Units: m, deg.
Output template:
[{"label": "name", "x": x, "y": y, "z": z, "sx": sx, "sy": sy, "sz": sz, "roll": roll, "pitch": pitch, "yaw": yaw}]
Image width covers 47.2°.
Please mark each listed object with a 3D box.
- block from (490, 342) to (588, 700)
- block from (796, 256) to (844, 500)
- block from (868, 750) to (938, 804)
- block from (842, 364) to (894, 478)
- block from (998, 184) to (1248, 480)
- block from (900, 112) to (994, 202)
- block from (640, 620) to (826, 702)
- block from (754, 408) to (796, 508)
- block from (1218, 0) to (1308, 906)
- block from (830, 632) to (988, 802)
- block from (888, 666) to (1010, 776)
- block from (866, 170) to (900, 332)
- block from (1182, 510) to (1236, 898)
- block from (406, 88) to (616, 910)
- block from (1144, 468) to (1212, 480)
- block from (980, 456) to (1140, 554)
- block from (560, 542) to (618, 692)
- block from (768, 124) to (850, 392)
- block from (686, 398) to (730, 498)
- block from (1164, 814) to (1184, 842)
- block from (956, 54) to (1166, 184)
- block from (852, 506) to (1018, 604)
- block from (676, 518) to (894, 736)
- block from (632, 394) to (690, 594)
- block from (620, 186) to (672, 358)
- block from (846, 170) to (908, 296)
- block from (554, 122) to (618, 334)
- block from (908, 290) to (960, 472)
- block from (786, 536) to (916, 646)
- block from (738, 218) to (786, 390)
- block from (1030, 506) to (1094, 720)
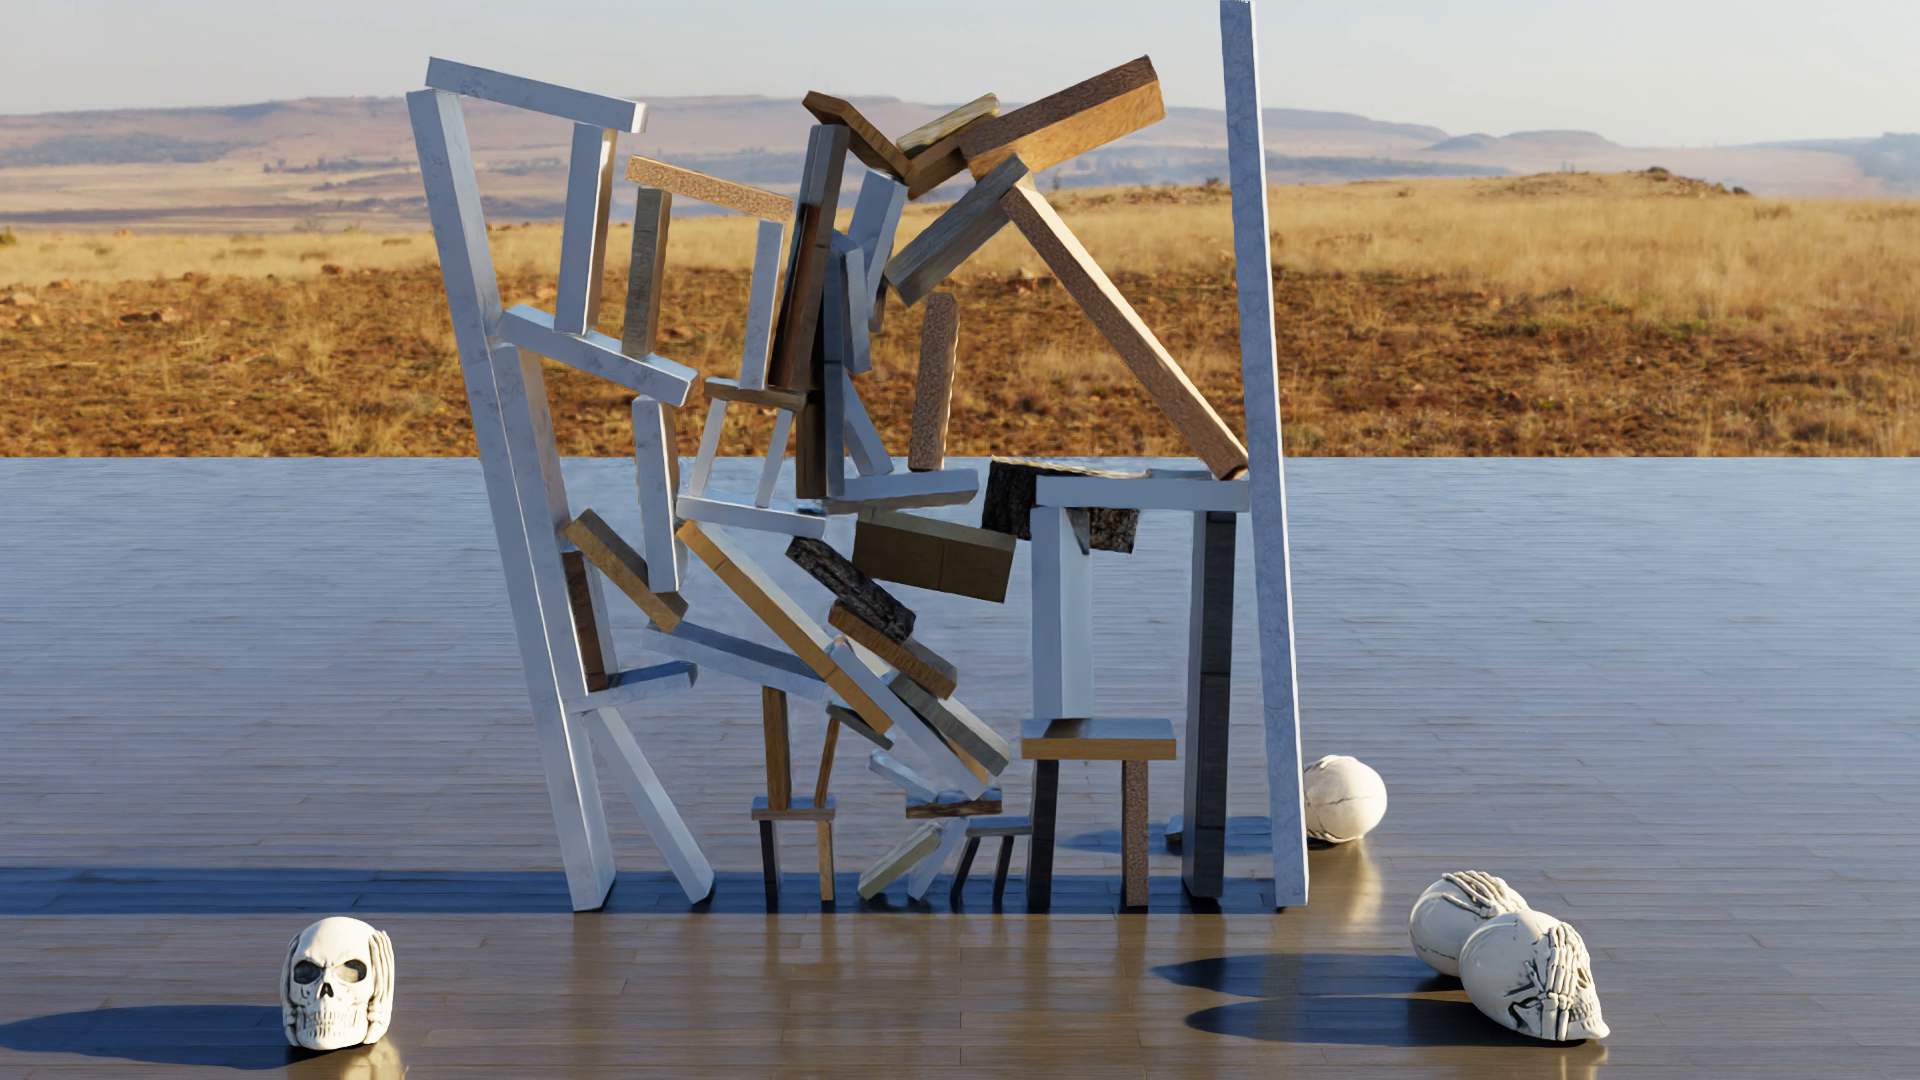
[{"label": "block", "x": -0.666, "y": -0.037, "z": 3.551, "sx": 0.043, "sy": 0.571, "sz": 0.153, "roll": -9, "pitch": 10, "yaw": 2}, {"label": "block", "x": -0.229, "y": -0.261, "z": 3.559, "sx": 0.032, "sy": 0.385, "sz": 0.113, "roll": -1, "pitch": -1, "yaw": -29}, {"label": "block", "x": -0.093, "y": 0.390, "z": 3.631, "sx": 0.122, "sy": 0.017, "sz": 0.061, "roll": 30, "pitch": 9, "yaw": -5}, {"label": "block", "x": -0.183, "y": -0.203, "z": 3.699, "sx": 0.032, "sy": 0.225, "sz": 0.113, "roll": -26, "pitch": -4, "yaw": -14}, {"label": "block", "x": 0.280, "y": -0.346, "z": 3.681, "sx": 0.042, "sy": 0.598, "sz": 0.148, "roll": -40, "pitch": -10, "yaw": 16}, {"label": "block", "x": -0.017, "y": -0.655, "z": 3.758, "sx": 0.188, "sy": 0.027, "sz": 0.094, "roll": -32, "pitch": -14, "yaw": -3}, {"label": "block", "x": -0.365, "y": 0.190, "z": 3.591, "sx": 0.302, "sy": 0.033, "sz": 0.116, "roll": 17, "pitch": 10, "yaw": -3}, {"label": "block", "x": -0.296, "y": -0.136, "z": 3.533, "sx": 0.023, "sy": 0.161, "sz": 0.081, "roll": 15, "pitch": 10, "yaw": -3}, {"label": "block", "x": 0.489, "y": -0.238, "z": 3.565, "sx": 0.049, "sy": 1.662, "sz": 0.172, "roll": -3, "pitch": 7, "yaw": 10}, {"label": "block", "x": -0.082, "y": 0.285, "z": 3.608, "sx": 0.033, "sy": 0.335, "sz": 0.116, "roll": -43, "pitch": 8, "yaw": 7}, {"label": "block", "x": -0.018, "y": 0.288, "z": 3.610, "sx": 0.231, "sy": 0.033, "sz": 0.116, "roll": 40, "pitch": 8, "yaw": -6}, {"label": "block", "x": -0.135, "y": -0.495, "z": 3.722, "sx": 0.027, "sy": 0.270, "sz": 0.094, "roll": 7, "pitch": -8, "yaw": 8}, {"label": "block", "x": 0.412, "y": 0.263, "z": 3.653, "sx": 0.049, "sy": 0.629, "sz": 0.172, "roll": 2, "pitch": 3, "yaw": 0}, {"label": "block", "x": -0.715, "y": -0.056, "z": 3.545, "sx": 0.045, "sy": 1.325, "sz": 0.160, "roll": -9, "pitch": 10, "yaw": 2}, {"label": "block", "x": 0.361, "y": -0.108, "z": 3.637, "sx": 0.102, "sy": 0.014, "sz": 0.051, "roll": 2, "pitch": 2, "yaw": -8}, {"label": "block", "x": 0.177, "y": -0.061, "z": 3.799, "sx": 0.264, "sy": 0.132, "sz": 0.037, "roll": 7, "pitch": 17, "yaw": -5}, {"label": "block", "x": -0.602, "y": 0.121, "z": 3.579, "sx": 0.033, "sy": 0.231, "sz": 0.116, "roll": -9, "pitch": 10, "yaw": 1}, {"label": "block", "x": -0.243, "y": -0.452, "z": 3.517, "sx": 0.027, "sy": 0.422, "sz": 0.095, "roll": 8, "pitch": 5, "yaw": -28}, {"label": "block", "x": -0.403, "y": -0.153, "z": 3.529, "sx": 0.023, "sy": 0.161, "sz": 0.081, "roll": 16, "pitch": 10, "yaw": -4}, {"label": "block", "x": 0.402, "y": 0.518, "z": 3.974, "sx": 0.051, "sy": 0.014, "sz": 0.102, "roll": -15, "pitch": 8, "yaw": 14}, {"label": "block", "x": 0.174, "y": -0.700, "z": 3.722, "sx": 0.344, "sy": 0.049, "sz": 0.172, "roll": -22, "pitch": -13, "yaw": 5}, {"label": "block", "x": -0.045, "y": 0.025, "z": 3.678, "sx": 0.264, "sy": 0.132, "sz": 0.037, "roll": 11, "pitch": 47, "yaw": 1}, {"label": "block", "x": -0.279, "y": 0.132, "z": 3.585, "sx": 0.034, "sy": 0.465, "sz": 0.118, "roll": -44, "pitch": 8, "yaw": 7}, {"label": "block", "x": -0.482, "y": -0.081, "z": 3.542, "sx": 0.043, "sy": 0.307, "sz": 0.153, "roll": -4, "pitch": 10, "yaw": 1}, {"label": "block", "x": -0.496, "y": -0.427, "z": 3.483, "sx": 0.037, "sy": 0.260, "sz": 0.130, "roll": 8, "pitch": 10, "yaw": -1}, {"label": "block", "x": -0.147, "y": -0.507, "z": 3.634, "sx": 0.027, "sy": 0.189, "sz": 0.095, "roll": 7, "pitch": 18, "yaw": -37}, {"label": "block", "x": -0.588, "y": -0.493, "z": 3.463, "sx": 0.045, "sy": 0.320, "sz": 0.160, "roll": 7, "pitch": 11, "yaw": -2}, {"label": "block", "x": -0.043, "y": -0.258, "z": 3.714, "sx": 0.042, "sy": 0.297, "sz": 0.148, "roll": 6, "pitch": -5, "yaw": 6}, {"label": "block", "x": -0.176, "y": 0.073, "z": 3.573, "sx": 0.237, "sy": 0.034, "sz": 0.118, "roll": 39, "pitch": 8, "yaw": -6}, {"label": "block", "x": -0.313, "y": -0.376, "z": 3.495, "sx": 0.037, "sy": 0.263, "sz": 0.130, "roll": 8, "pitch": 9, "yaw": -4}, {"label": "block", "x": 0.171, "y": 0.123, "z": 3.656, "sx": 0.049, "sy": 0.345, "sz": 0.172, "roll": -2, "pitch": -4, "yaw": 20}]
